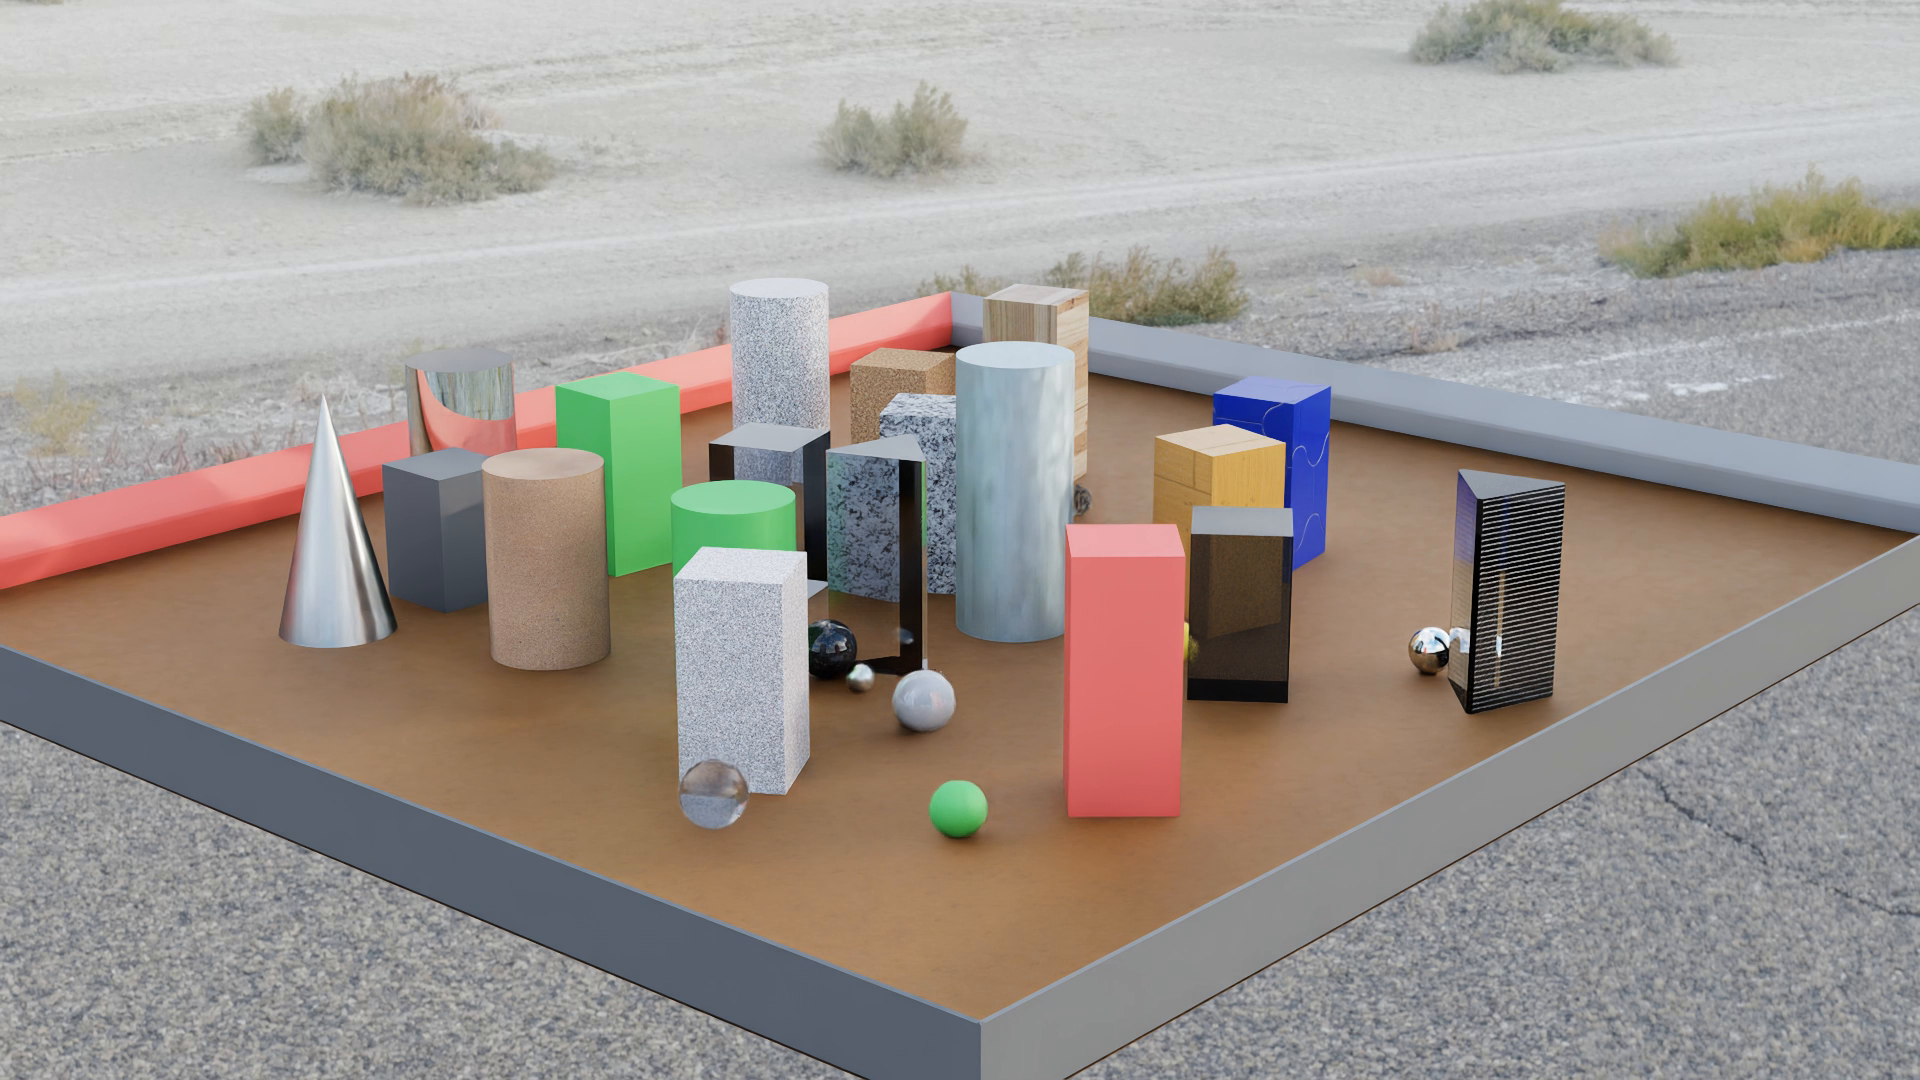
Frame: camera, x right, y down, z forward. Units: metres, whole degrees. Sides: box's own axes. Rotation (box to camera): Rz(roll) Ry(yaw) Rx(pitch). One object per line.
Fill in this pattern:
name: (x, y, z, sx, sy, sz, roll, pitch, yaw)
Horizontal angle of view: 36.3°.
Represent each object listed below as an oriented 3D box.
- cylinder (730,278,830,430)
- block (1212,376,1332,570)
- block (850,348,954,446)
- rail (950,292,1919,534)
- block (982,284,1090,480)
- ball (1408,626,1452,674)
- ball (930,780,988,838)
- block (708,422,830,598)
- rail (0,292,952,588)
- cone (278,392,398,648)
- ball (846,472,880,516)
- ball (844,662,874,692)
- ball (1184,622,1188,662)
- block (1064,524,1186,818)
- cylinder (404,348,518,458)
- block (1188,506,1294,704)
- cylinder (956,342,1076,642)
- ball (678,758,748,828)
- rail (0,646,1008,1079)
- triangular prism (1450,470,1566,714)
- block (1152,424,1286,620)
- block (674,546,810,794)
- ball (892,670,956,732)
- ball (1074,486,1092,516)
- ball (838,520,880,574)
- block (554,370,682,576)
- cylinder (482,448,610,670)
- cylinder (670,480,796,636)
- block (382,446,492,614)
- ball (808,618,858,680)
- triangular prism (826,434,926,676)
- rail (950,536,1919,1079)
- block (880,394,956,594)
cylinder: (-0.360, -0.325, 5.891, 0.197, 0.370, 0.197, 0, 17, 0)
block: (0.561, -0.120, 5.310, 0.158, 0.313, 0.158, 10, 19, 30)
block: (-0.111, -0.228, 5.756, 0.158, 0.261, 0.158, 6, 18, 20)
rail: (0.939, -0.280, 6.156, 2.589, 0.128, 0.045, 14, 22, 39)
block: (0.150, -0.303, 5.809, 0.158, 0.374, 0.158, 8, 18, 24)
ball: (0.761, 0.177, 4.732, 0.076, 0.076, 0.076, 0, 17, 0)
ball: (-0.001, 0.373, 4.075, 0.080, 0.080, 0.080, 0, 17, 0)
block: (-0.329, -0.046, 5.120, 0.158, 0.279, 0.158, 7, 18, 21)
rail: (-0.960, -0.208, 5.918, 0.045, 0.128, 2.912, 14, 22, 39)
cone: (-1.050, -0.047, 4.894, 0.197, 0.413, 0.197, 0, 17, 0)
ball: (-0.178, -0.089, 5.603, 0.082, 0.082, 0.082, 0, 17, 0)
ball: (-0.159, 0.218, 4.645, 0.047, 0.047, 0.047, 0, 17, 0)
ball: (0.362, 0.166, 4.788, 0.064, 0.064, 0.064, 0, 17, 0)
block: (0.231, 0.185, 4.172, 0.158, 0.385, 0.158, 0, 17, -1)
cylinder: (-0.921, -0.171, 5.439, 0.197, 0.335, 0.197, 0, 17, 0)
block: (0.443, 0.101, 4.645, 0.158, 0.273, 0.158, 2, 17, 5)
cylinder: (0.091, -0.082, 4.912, 0.197, 0.469, 0.197, 0, 17, 0)
ball: (-0.345, 0.355, 4.103, 0.098, 0.098, 0.098, 0, 17, 0)
rail: (-0.939, 0.344, 4.084, 2.589, 0.128, 0.045, 14, 22, 39)
triangular prism: (0.826, 0.073, 4.606, 0.171, 0.348, 0.148, -10, 19, -29)
block: (0.441, -0.026, 5.019, 0.158, 0.300, 0.158, -11, 20, -32)
block: (-0.316, 0.189, 4.272, 0.158, 0.319, 0.158, 3, 17, 10)
ball: (-0.055, 0.246, 4.472, 0.095, 0.095, 0.095, 0, 17, 0)
ball: (0.223, -0.076, 5.603, 0.058, 0.058, 0.058, 0, 17, 0)
ball: (-0.170, 0.014, 5.238, 0.097, 0.097, 0.097, 0, 17, 0)
block: (-0.614, -0.121, 5.292, 0.158, 0.325, 0.158, -16, 23, -42)
cylinder: (-0.676, 0.029, 4.799, 0.197, 0.321, 0.197, 0, 17, 0)
cylinder: (-0.359, 0.076, 4.680, 0.197, 0.300, 0.197, 0, 17, 0)
block: (-0.888, -0.019, 5.105, 0.158, 0.237, 0.158, 15, 22, 40)
ball: (-0.213, 0.175, 4.705, 0.096, 0.096, 0.096, 0, 17, 0)
triangular prism: (-0.108, 0.021, 4.757, 0.171, 0.362, 0.148, 6, 18, 20)
rail: (0.960, 0.273, 4.322, 0.045, 0.128, 2.912, 14, 22, 39)
block: (-0.047, -0.082, 5.173, 0.158, 0.318, 0.158, 3, 17, 11)
